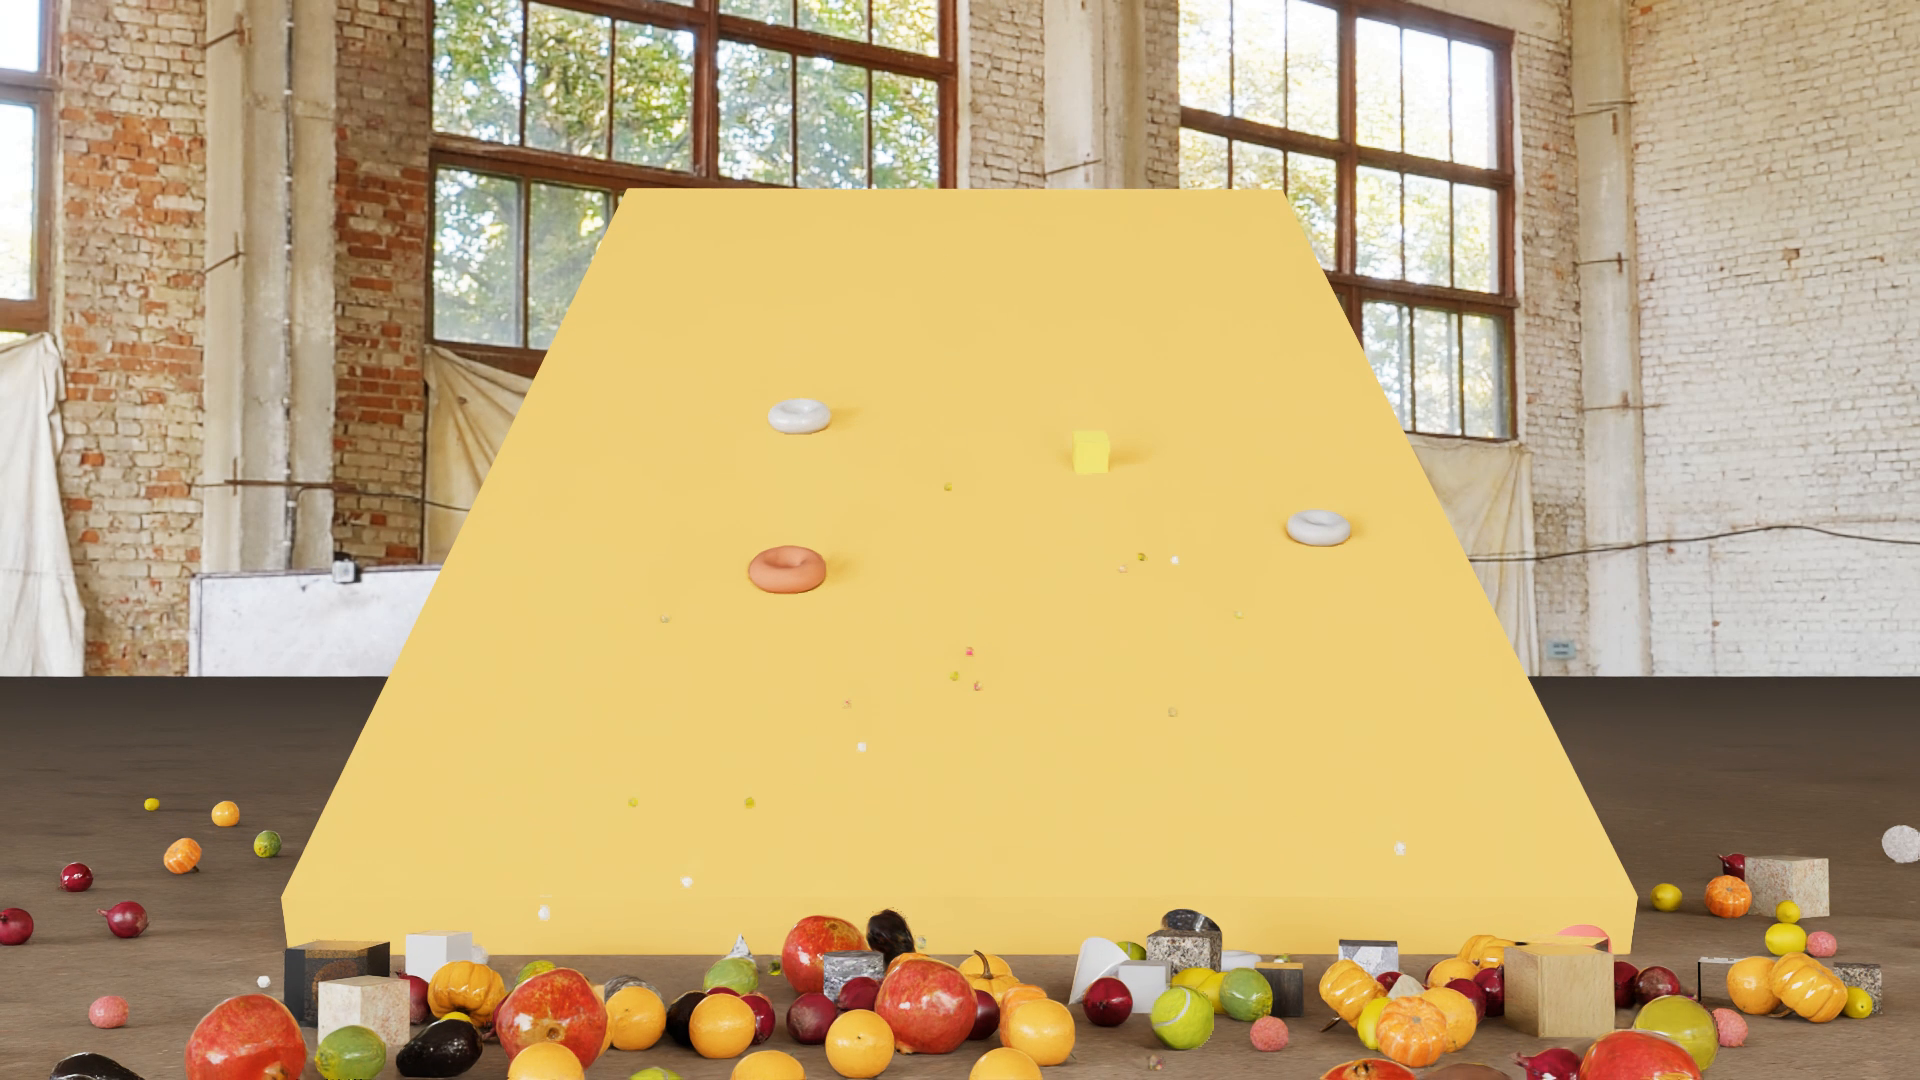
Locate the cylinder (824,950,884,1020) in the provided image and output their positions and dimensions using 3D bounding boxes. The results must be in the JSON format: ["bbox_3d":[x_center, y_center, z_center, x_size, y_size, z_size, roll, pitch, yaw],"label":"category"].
[{"bbox_3d":[-0.131,0.547,2.854,0.075,0.075,0.075,0,-3,0],"label":"cylinder"}]

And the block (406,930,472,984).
[{"bbox_3d":[-0.712,0.570,3.173,0.064,0.064,0.064,-1,-3,21],"label":"block"}]

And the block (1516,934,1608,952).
[{"bbox_3d":[0.741,0.538,2.852,0.092,0.092,0.092,-2,-4,28],"label":"block"}]

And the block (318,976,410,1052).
[{"bbox_3d":[-0.676,0.536,2.633,0.071,0.071,0.071,-2,-4,36],"label":"block"}]

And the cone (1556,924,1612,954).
[{"bbox_3d":[0.826,0.572,3.034,0.100,0.100,0.100,1,23,-11],"label":"cone"}]

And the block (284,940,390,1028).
[{"bbox_3d":[-0.751,0.535,2.798,0.092,0.092,0.092,-1,-3,11],"label":"block"}]

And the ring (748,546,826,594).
[{"bbox_3d":[-0.330,0.056,4.435,0.149,0.050,0.149,-1,25,0],"label":"ring"}]

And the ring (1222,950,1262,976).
[{"bbox_3d":[0.382,0.593,3.251,0.084,0.028,0.084,-1,-2,0],"label":"ring"}]

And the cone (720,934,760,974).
[{"bbox_3d":[-0.308,0.579,3.258,0.056,0.056,0.056,0,-3,0],"label":"cone"}]

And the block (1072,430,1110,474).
[{"bbox_3d":[0.280,-0.187,4.970,0.071,0.071,0.071,-1,24,-3],"label":"block"}]

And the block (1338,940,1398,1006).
[{"bbox_3d":[0.523,0.554,2.971,0.074,0.074,0.074,-1,-3,10],"label":"block"}]

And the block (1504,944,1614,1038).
[{"bbox_3d":[0.705,0.530,2.733,0.094,0.094,0.094,1,-3,-11],"label":"block"}]

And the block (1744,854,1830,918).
[{"bbox_3d":[1.434,0.601,4.024,0.098,0.098,0.098,2,-4,-34],"label":"block"}]

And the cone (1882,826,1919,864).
[{"bbox_3d":[2.085,0.692,5.141,0.090,0.090,0.090,-1,-30,11],"label":"cone"}]

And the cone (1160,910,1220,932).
[{"bbox_3d":[0.309,0.575,3.211,0.090,0.090,0.090,-2,37,26],"label":"cone"}]

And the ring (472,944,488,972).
[{"bbox_3d":[-0.720,0.589,3.266,0.110,0.037,0.110,-1,-3,0],"label":"ring"}]

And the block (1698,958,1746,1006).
[{"bbox_3d":[0.973,0.564,2.962,0.053,0.053,0.053,-1,-3,23],"label":"block"}]

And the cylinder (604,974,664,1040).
[{"bbox_3d":[-0.383,0.542,2.696,0.066,0.066,0.066,1,-3,-21],"label":"cylinder"}]

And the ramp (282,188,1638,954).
[{"bbox_3d":[-0.008,-0.227,5.273,2.000,0.100,4.000,0,24,0],"label":"ramp"}]

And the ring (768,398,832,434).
[{"bbox_3d":[-0.359,-0.278,5.204,0.142,0.047,0.142,-1,25,0],"label":"ring"}]

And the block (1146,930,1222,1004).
[{"bbox_3d":[0.291,0.552,3.007,0.082,0.082,0.082,-1,-3,17],"label":"block"}]

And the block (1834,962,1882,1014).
[{"bbox_3d":[1.122,0.560,2.900,0.055,0.055,0.055,-1,-3,20],"label":"block"}]

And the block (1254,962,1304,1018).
[{"bbox_3d":[0.394,0.556,2.868,0.059,0.059,0.059,0,-3,8],"label":"block"}]

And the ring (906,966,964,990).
[{"bbox_3d":[-0.033,0.585,3.100,0.077,0.026,0.077,-1,-2,0],"label":"ring"}]

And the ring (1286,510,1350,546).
[{"bbox_3d":[0.716,-0.025,4.636,0.126,0.042,0.126,1,23,0],"label":"ring"}]

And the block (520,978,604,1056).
[{"bbox_3d":[-0.448,0.535,2.607,0.072,0.072,0.072,2,-4,-32],"label":"block"}]

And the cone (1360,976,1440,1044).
[{"bbox_3d":[0.494,0.556,2.673,0.082,0.082,0.082,-34,-22,31],"label":"cone"}]

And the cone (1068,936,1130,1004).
[{"bbox_3d":[0.165,0.571,2.974,0.089,0.089,0.089,-3,22,43],"label":"cone"}]

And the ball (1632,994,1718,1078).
[{"bbox_3d":[0.745,0.517,2.416,0.085,0.085,0.085,0,-3,0],"label":"ball"}]

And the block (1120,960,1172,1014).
[{"bbox_3d":[0.231,0.558,2.899,0.058,0.058,0.058,-1,-3,12],"label":"block"}]
